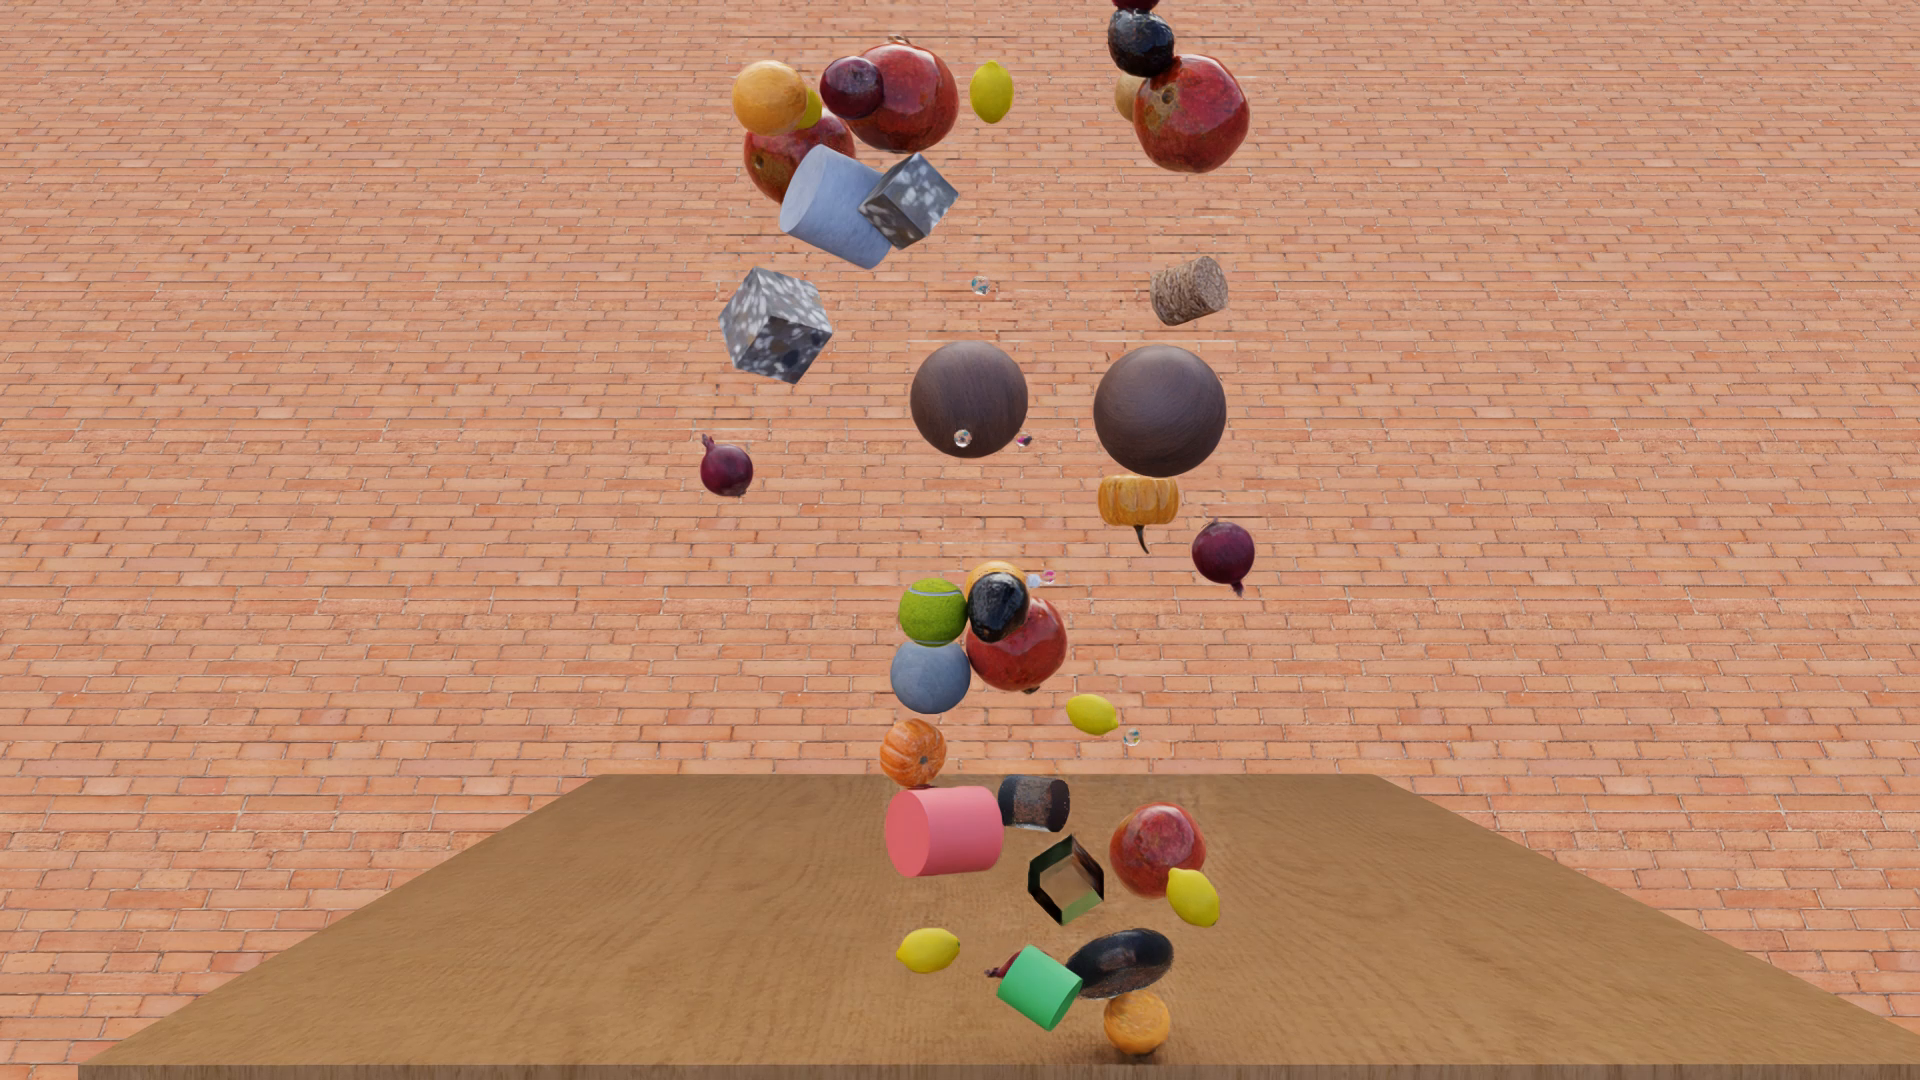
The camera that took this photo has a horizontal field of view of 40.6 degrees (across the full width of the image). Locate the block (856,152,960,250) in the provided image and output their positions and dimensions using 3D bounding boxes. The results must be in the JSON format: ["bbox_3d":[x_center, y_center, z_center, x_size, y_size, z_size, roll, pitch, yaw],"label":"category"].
[{"bbox_3d":[-0.049,-0.323,2.471,0.058,0.058,0.058,-53,17,-24],"label":"block"}]

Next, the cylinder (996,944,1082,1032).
[{"bbox_3d":[0.083,0.468,2.706,0.065,0.065,0.065,32,41,15],"label":"cylinder"}]

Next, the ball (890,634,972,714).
[{"bbox_3d":[-0.033,0.150,2.902,0.091,0.091,0.091,0,32,0],"label":"ball"}]

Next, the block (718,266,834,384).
[{"bbox_3d":[-0.190,-0.221,2.669,0.076,0.076,0.076,14,40,-35],"label":"block"}]

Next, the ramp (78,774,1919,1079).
[{"bbox_3d":[0.072,0.629,4.725,2.000,0.100,4.000,0,-1,0],"label":"ramp"}]

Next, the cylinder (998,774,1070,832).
[{"bbox_3d":[0.082,0.294,2.896,0.060,0.060,0.060,4,30,32],"label":"cylinder"}]

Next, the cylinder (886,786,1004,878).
[{"bbox_3d":[-0.017,0.300,2.674,0.089,0.089,0.089,-1,28,-32],"label":"cylinder"}]

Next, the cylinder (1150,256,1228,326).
[{"bbox_3d":[0.236,-0.256,2.673,0.059,0.059,0.059,-17,19,38],"label":"cylinder"}]

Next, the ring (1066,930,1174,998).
[{"bbox_3d":[0.169,0.453,2.766,0.122,0.122,0.041,-9,61,-15],"label":"ring"}]

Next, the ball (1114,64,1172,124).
[{"bbox_3d":[0.188,-0.456,2.653,0.060,0.060,0.060,0,32,0],"label":"ball"}]

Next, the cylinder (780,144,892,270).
[{"bbox_3d":[-0.113,-0.325,2.532,0.093,0.093,0.093,22,25,-23],"label":"cylinder"}]

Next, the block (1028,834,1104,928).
[{"bbox_3d":[0.120,0.385,2.929,0.060,0.060,0.060,-35,20,18],"label":"block"}]
